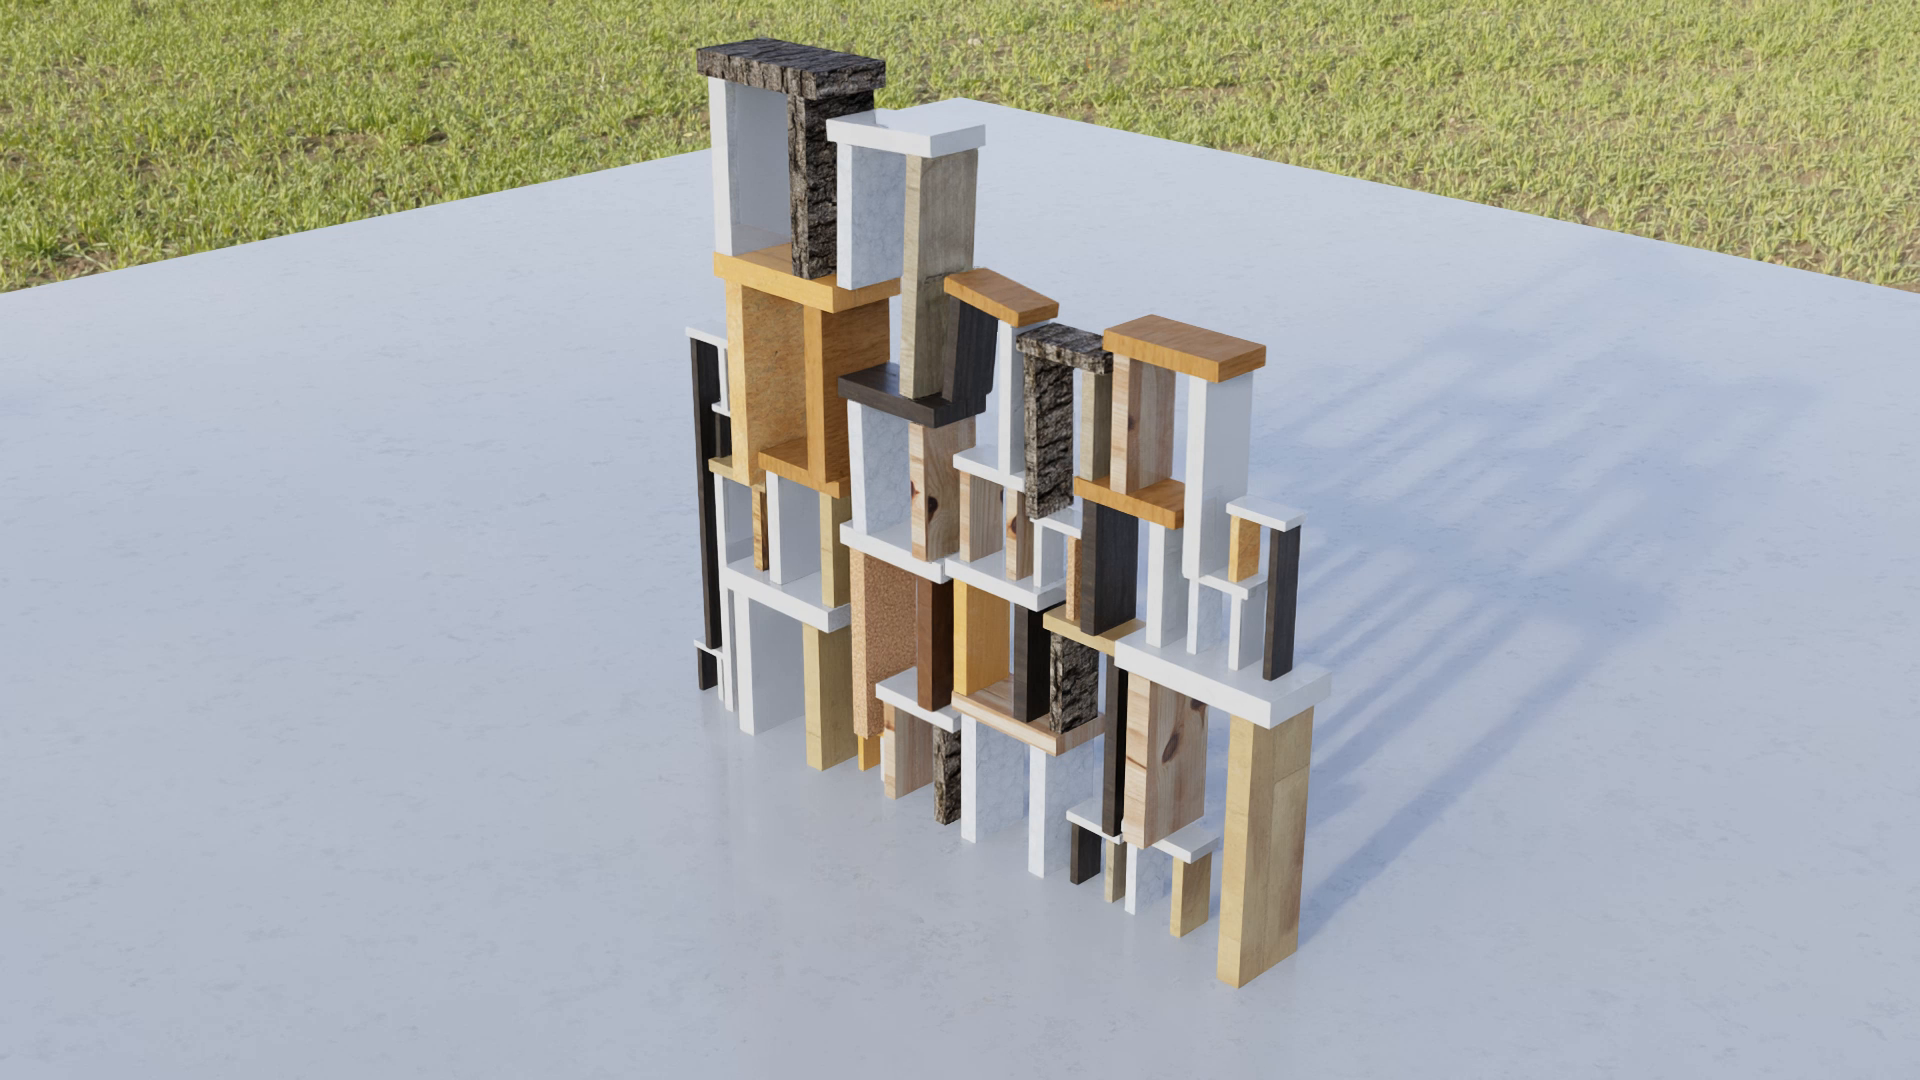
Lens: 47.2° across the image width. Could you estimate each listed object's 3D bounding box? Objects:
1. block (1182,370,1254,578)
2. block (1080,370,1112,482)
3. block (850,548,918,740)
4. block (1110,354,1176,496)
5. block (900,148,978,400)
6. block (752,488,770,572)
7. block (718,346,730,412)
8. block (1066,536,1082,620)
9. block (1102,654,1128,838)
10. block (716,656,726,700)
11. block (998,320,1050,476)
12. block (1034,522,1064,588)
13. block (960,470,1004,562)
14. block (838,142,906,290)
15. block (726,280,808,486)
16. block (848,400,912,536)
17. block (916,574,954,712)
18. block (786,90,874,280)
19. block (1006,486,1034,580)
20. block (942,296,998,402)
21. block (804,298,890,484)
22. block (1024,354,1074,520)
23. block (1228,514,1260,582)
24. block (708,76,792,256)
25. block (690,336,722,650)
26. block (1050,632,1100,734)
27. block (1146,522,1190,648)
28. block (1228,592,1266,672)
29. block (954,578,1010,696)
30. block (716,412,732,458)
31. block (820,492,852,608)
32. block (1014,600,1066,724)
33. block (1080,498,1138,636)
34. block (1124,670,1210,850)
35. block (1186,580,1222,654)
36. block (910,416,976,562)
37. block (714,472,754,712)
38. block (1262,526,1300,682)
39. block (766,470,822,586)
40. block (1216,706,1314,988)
[{"bbox_3d":[0.434,-0.120,3.705,0.035,0.355,0.125,21,31,41],"label":"block"},{"bbox_3d":[0.256,-0.212,3.849,0.028,0.200,0.100,21,31,40],"label":"block"},{"bbox_3d":[-0.153,0.190,4.477,0.143,0.419,0.041,-22,32,-40],"label":"block"},{"bbox_3d":[0.316,-0.214,3.792,0.125,0.249,0.035,-21,31,-40],"label":"block"},{"bbox_3d":[-0.040,-0.493,4.053,0.138,0.457,0.039,-18,31,-38],"label":"block"},{"bbox_3d":[-0.393,-0.034,4.638,0.091,0.183,0.026,-21,31,-41],"label":"block"},{"bbox_3d":[-0.468,-0.343,4.591,0.070,0.140,0.020,-21,29,-40],"label":"block"},{"bbox_3d":[0.222,0.060,4.003,0.063,0.165,0.018,-21,31,-40],"label":"block"},{"bbox_3d":[0.310,0.364,4.045,0.103,0.369,0.029,-21,31,-41],"label":"block"},{"bbox_3d":[-0.516,0.302,4.915,0.015,0.105,0.053,21,31,41],"label":"block"},{"bbox_3d":[0.115,-0.267,3.985,0.028,0.288,0.099,22,31,40],"label":"block"},{"bbox_3d":[0.164,0.019,4.050,0.018,0.126,0.063,21,31,39],"label":"block"},{"bbox_3d":[0.041,-0.057,4.157,0.091,0.182,0.026,-21,31,-41],"label":"block"},{"bbox_3d":[-0.167,-0.620,4.138,0.138,0.275,0.039,-21,33,-40],"label":"block"},{"bbox_3d":[-0.388,-0.339,4.508,0.179,0.430,0.051,-21,31,-41],"label":"block"},{"bbox_3d":[-0.151,-0.157,4.307,0.135,0.271,0.038,-21,29,-40],"label":"block"},{"bbox_3d":[-0.019,0.182,4.323,0.041,0.286,0.143,22,31,40],"label":"block"},{"bbox_3d":[-0.243,-0.687,4.201,0.174,0.348,0.049,-21,31,-40],"label":"block"},{"bbox_3d":[0.127,-0.023,4.078,0.026,0.182,0.091,21,31,41],"label":"block"},{"bbox_3d":[0.022,-0.360,4.051,0.099,0.198,0.028,-16,32,-38],"label":"block"},{"bbox_3d":[-0.220,-0.307,4.338,0.179,0.357,0.051,-21,31,-41],"label":"block"},{"bbox_3d":[0.160,-0.197,3.954,0.028,0.310,0.100,19,31,40],"label":"block"},{"bbox_3d":[0.481,0.006,3.708,0.017,0.121,0.060,21,31,41],"label":"block"},{"bbox_3d":[-0.407,-0.751,4.352,0.174,0.348,0.049,-21,31,-41],"label":"block"},{"bbox_3d":[-0.534,-0.101,4.766,0.070,0.722,0.020,-21,31,-41],"label":"block"},{"bbox_3d":[0.214,0.251,4.102,0.103,0.205,0.029,-21,31,-41],"label":"block"},{"bbox_3d":[0.378,0.063,3.838,0.033,0.230,0.115,21,31,41],"label":"block"},{"bbox_3d":[0.490,0.148,3.753,0.069,0.138,0.020,-22,31,-40],"label":"block"},{"bbox_3d":[0.042,0.170,4.248,0.034,0.239,0.120,21,31,41],"label":"block"},{"bbox_3d":[-0.494,-0.229,4.668,0.051,0.102,0.014,-21,32,-40],"label":"block"},{"bbox_3d":[-0.225,0.004,4.467,0.123,0.247,0.035,-21,31,-40],"label":"block"},{"bbox_3d":[0.155,0.214,4.144,0.034,0.239,0.120,21,31,41],"label":"block"},{"bbox_3d":[0.269,0.034,3.943,0.115,0.260,0.033,-22,31,-40],"label":"block"},{"bbox_3d":[0.374,0.371,3.968,0.171,0.342,0.048,-21,31,-41],"label":"block"},{"bbox_3d":[0.425,0.123,3.813,0.069,0.138,0.020,-22,31,-40],"label":"block"},{"bbox_3d":[-0.030,-0.106,4.180,0.135,0.271,0.038,-19,27,-39],"label":"block"},{"bbox_3d":[-0.479,0.106,4.792,0.091,0.561,0.026,-21,31,-41],"label":"block"},{"bbox_3d":[0.539,0.101,3.686,0.060,0.278,0.017,-22,31,-40],"label":"block"},{"bbox_3d":[-0.341,-0.041,4.574,0.035,0.247,0.123,21,31,41],"label":"block"},{"bbox_3d":[0.535,0.520,3.856,0.048,0.530,0.171,21,31,41],"label":"block"}]
